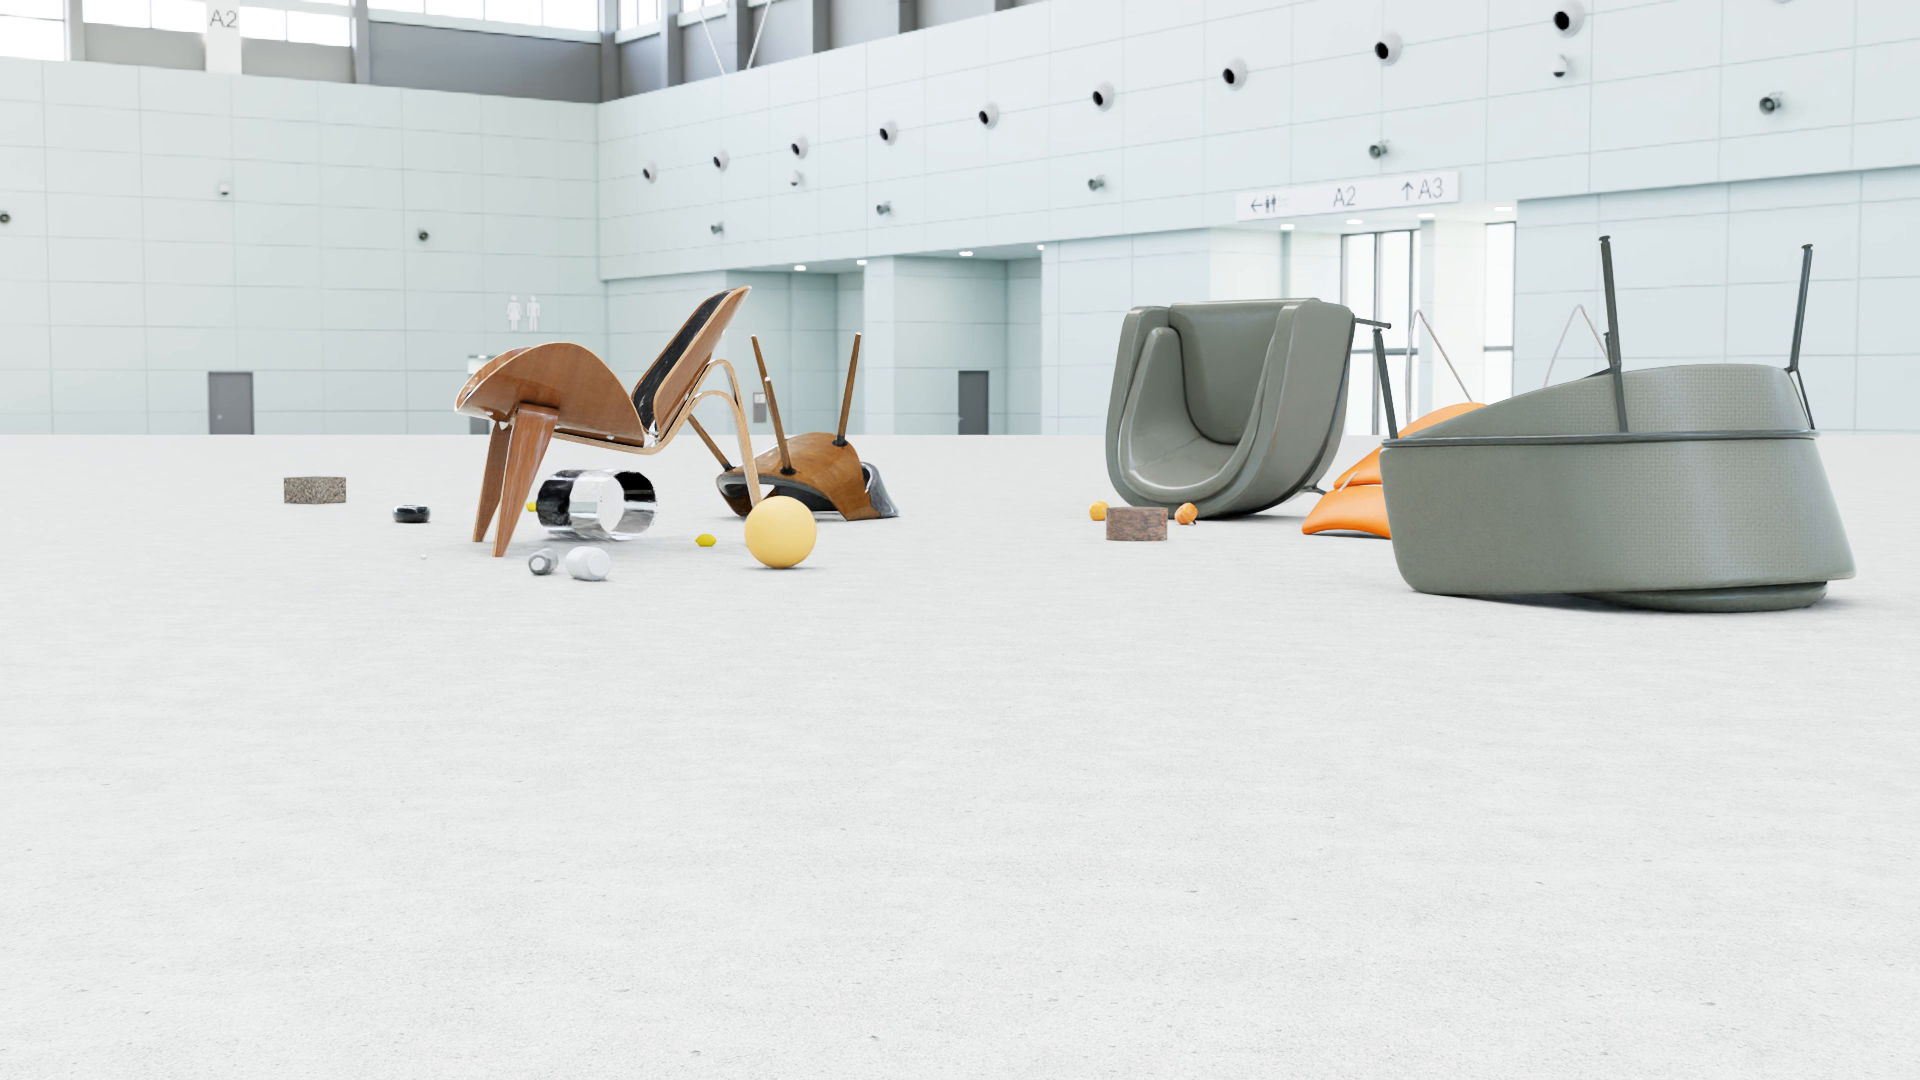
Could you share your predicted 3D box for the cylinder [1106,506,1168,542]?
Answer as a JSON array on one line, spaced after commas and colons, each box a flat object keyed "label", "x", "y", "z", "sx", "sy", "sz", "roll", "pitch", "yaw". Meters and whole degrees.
[{"label": "cylinder", "x": 0.527, "y": -0.048, "z": 6.555, "sx": 0.186, "sy": 0.094, "sz": 0.148, "roll": 0, "pitch": 4, "yaw": -3}]

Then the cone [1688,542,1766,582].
[{"label": "cone", "x": 1.762, "y": 0.073, "z": 5.142, "sx": 0.144, "sy": 0.096, "sz": 0.206, "roll": -20, "pitch": 11, "yaw": -13}]

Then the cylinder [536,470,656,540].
[{"label": "cylinder", "x": -1.090, "y": -0.107, "z": 6.594, "sx": 0.247, "sy": 0.206, "sz": 0.258, "roll": 3, "pitch": 10, "yaw": 34}]

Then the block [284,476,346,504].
[{"label": "block", "x": -2.543, "y": -0.197, "z": 8.671, "sx": 0.168, "sy": 0.101, "sz": 0.166, "roll": 2, "pitch": 5, "yaw": 30}]

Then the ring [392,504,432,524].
[{"label": "ring", "x": -1.854, "y": -0.089, "z": 7.432, "sx": 0.125, "sy": 0.056, "sz": 0.217, "roll": -3, "pitch": 4, "yaw": -24}]

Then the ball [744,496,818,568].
[{"label": "ball", "x": -0.449, "y": -0.020, "z": 5.503, "sx": 0.182, "sy": 0.182, "sz": 0.182, "roll": 0, "pitch": 4, "yaw": 0}]
